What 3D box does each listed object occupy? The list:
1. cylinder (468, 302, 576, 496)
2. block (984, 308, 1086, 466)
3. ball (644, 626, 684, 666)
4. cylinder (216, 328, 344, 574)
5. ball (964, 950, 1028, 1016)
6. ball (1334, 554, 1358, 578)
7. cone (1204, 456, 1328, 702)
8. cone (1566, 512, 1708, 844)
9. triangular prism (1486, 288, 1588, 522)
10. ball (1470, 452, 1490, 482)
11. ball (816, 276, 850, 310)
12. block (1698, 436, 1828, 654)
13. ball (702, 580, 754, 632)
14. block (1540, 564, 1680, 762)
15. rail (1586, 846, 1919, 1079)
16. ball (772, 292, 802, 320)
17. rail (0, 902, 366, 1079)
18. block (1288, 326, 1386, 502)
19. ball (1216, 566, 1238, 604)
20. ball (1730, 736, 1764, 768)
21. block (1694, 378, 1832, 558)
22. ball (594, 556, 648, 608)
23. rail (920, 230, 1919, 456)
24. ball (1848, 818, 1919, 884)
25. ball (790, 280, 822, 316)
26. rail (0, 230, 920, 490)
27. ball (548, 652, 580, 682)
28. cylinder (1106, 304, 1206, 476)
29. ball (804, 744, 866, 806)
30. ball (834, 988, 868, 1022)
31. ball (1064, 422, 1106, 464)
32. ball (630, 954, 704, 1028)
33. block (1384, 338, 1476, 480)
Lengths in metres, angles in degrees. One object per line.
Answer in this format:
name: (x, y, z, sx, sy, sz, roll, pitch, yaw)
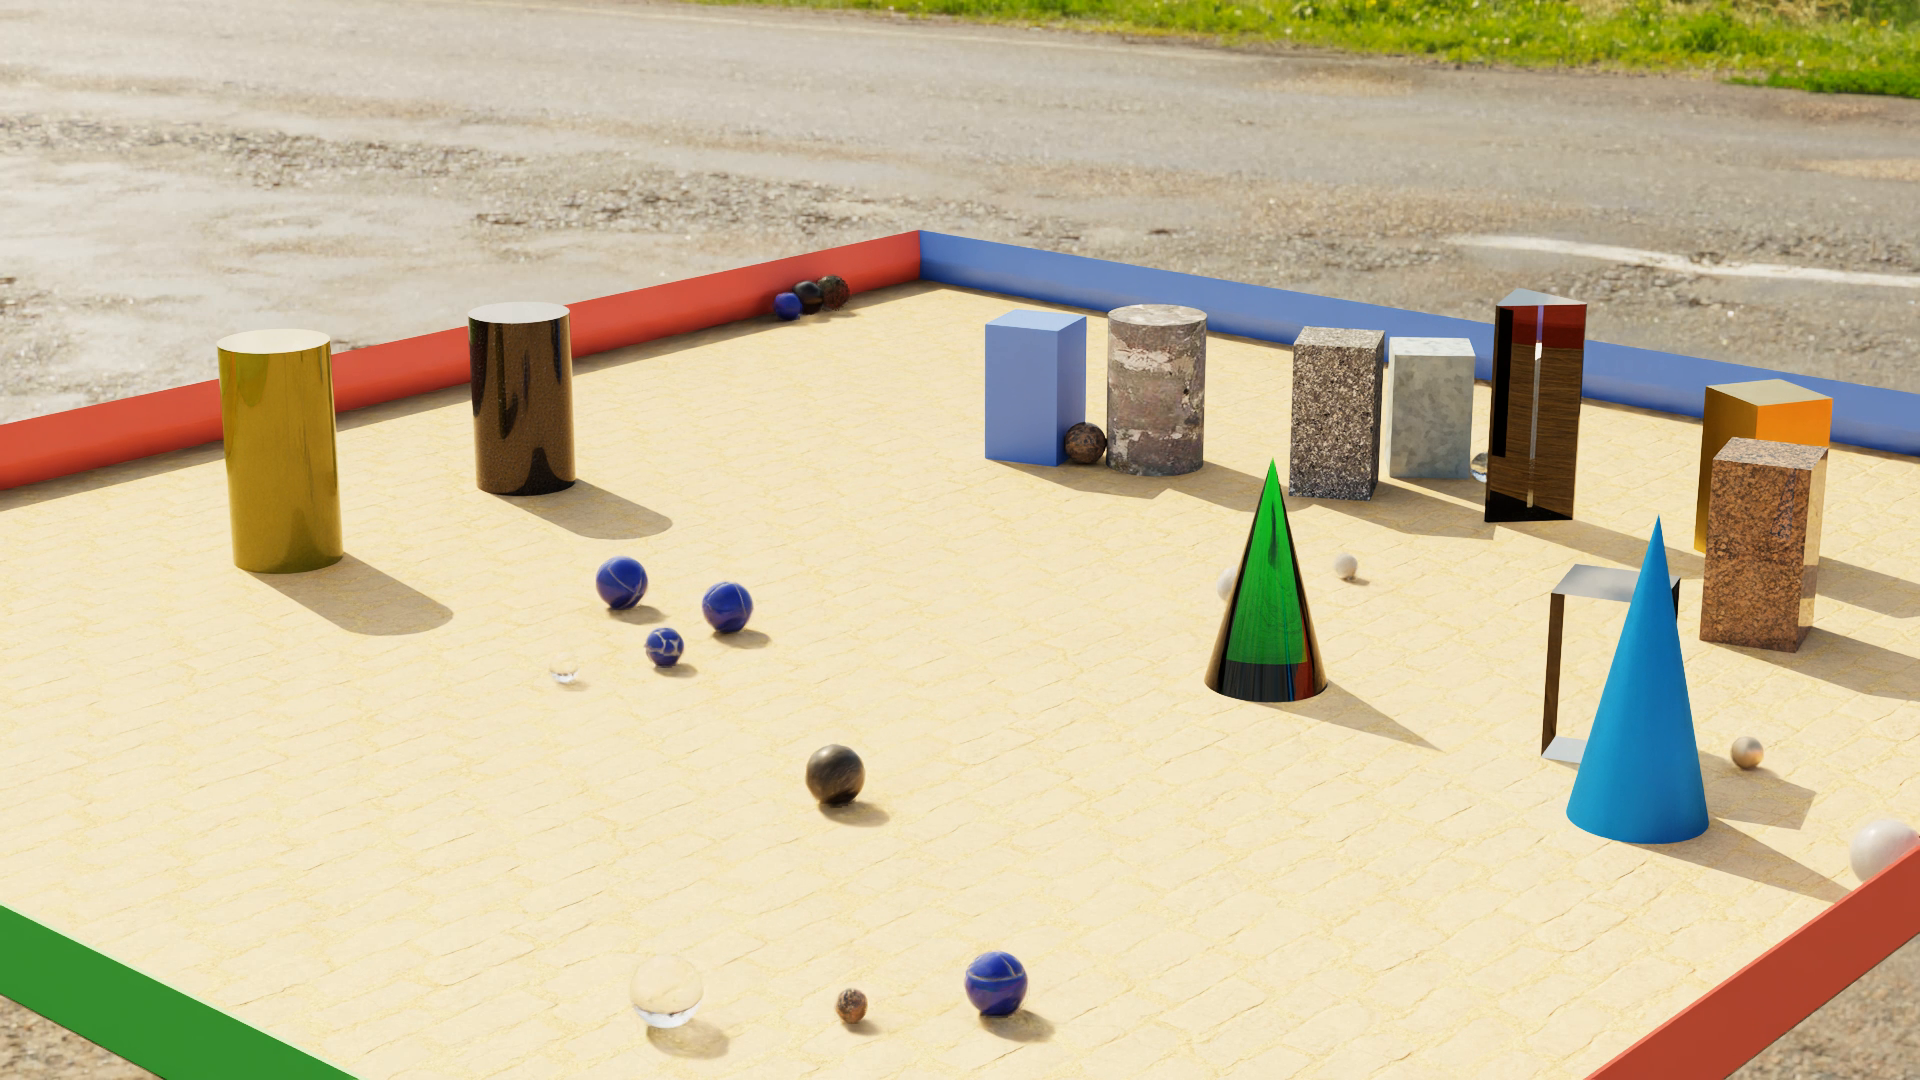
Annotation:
cylinder: (-0.863, -0.280, 5.783, 0.198, 0.346, 0.198, 0, 17, 0)
block: (0.155, -0.313, 6.004, 0.158, 0.282, 0.158, 7, 18, 23)
ball: (-0.481, 0.173, 4.767, 0.064, 0.064, 0.064, 0, 17, 0)
cylinder: (-1.224, -0.161, 5.287, 0.198, 0.405, 0.198, 0, 17, 0)
ball: (0.044, 0.535, 3.541, 0.079, 0.079, 0.079, 0, 17, 0)
ball: (0.689, 0.047, 5.224, 0.043, 0.043, 0.043, 0, 17, 0)
cone: (0.490, 0.047, 4.646, 0.198, 0.376, 0.198, 0, 17, 0)
cone: (0.959, 0.177, 4.087, 0.198, 0.449, 0.198, 0, 17, 0)
triangular prism: (1.075, -0.258, 5.584, 0.171, 0.419, 0.148, -2, 17, -6)
ball: (1.046, -0.145, 5.827, 0.062, 0.062, 0.062, 0, 17, 0)
ball: (-0.321, -0.621, 7.363, 0.087, 0.087, 0.087, 0, 17, 0)
block: (1.340, 0.007, 4.888, 0.158, 0.313, 0.158, 8, 18, 24)
ball: (-0.391, 0.112, 4.929, 0.088, 0.088, 0.088, 0, 17, 0)
block: (0.972, 0.189, 4.378, 0.158, 0.258, 0.158, 7, 18, 23)
rail: (1.392, 0.381, 3.962, 0.045, 0.129, 3.973, 14, 22, 39)
ball: (-0.428, -0.577, 7.246, 0.071, 0.071, 0.071, 0, 17, 0)
rail: (-1.287, 0.460, 3.701, 3.735, 0.129, 0.045, 14, 22, 39)
block: (0.739, -0.249, 5.751, 0.158, 0.305, 0.158, 4, 17, 13)
ball: (0.478, 0.081, 5.061, 0.072, 0.072, 0.072, 0, 17, 0)
ball: (1.162, 0.314, 4.329, 0.048, 0.048, 0.048, 0, 17, 0)
block: (1.453, -0.118, 5.312, 0.158, 0.308, 0.158, -6, 18, -20)
ball: (-0.584, 0.072, 5.054, 0.092, 0.092, 0.092, 0, 17, 0)
rail: (1.287, -0.395, 6.539, 3.735, 0.129, 0.045, 14, 22, 39)
ball: (1.231, 0.419, 3.891, 0.099, 0.099, 0.099, 0, 17, 0)
ball: (-0.384, -0.603, 7.307, 0.085, 0.085, 0.085, 0, 17, 0)
rail: (-1.392, -0.317, 6.277, 0.045, 0.129, 3.973, 14, 22, 39)
ball: (-0.634, 0.203, 4.695, 0.048, 0.048, 0.048, 0, 17, 0)
cylinder: (0.396, -0.304, 5.926, 0.198, 0.309, 0.198, 0, 17, 0)
ball: (-0.178, 0.335, 4.190, 0.087, 0.087, 0.087, 0, 17, 0)
ball: (-0.130, 0.559, 3.526, 0.041, 0.041, 0.041, 0, 17, 0)
ball: (0.255, -0.197, 5.958, 0.086, 0.086, 0.086, 0, 17, 0)
ball: (-0.351, 0.540, 3.509, 0.089, 0.089, 0.089, 0, 17, 0)
block: (0.945, -0.267, 5.902, 0.158, 0.252, 0.158, 1, 17, 4)
